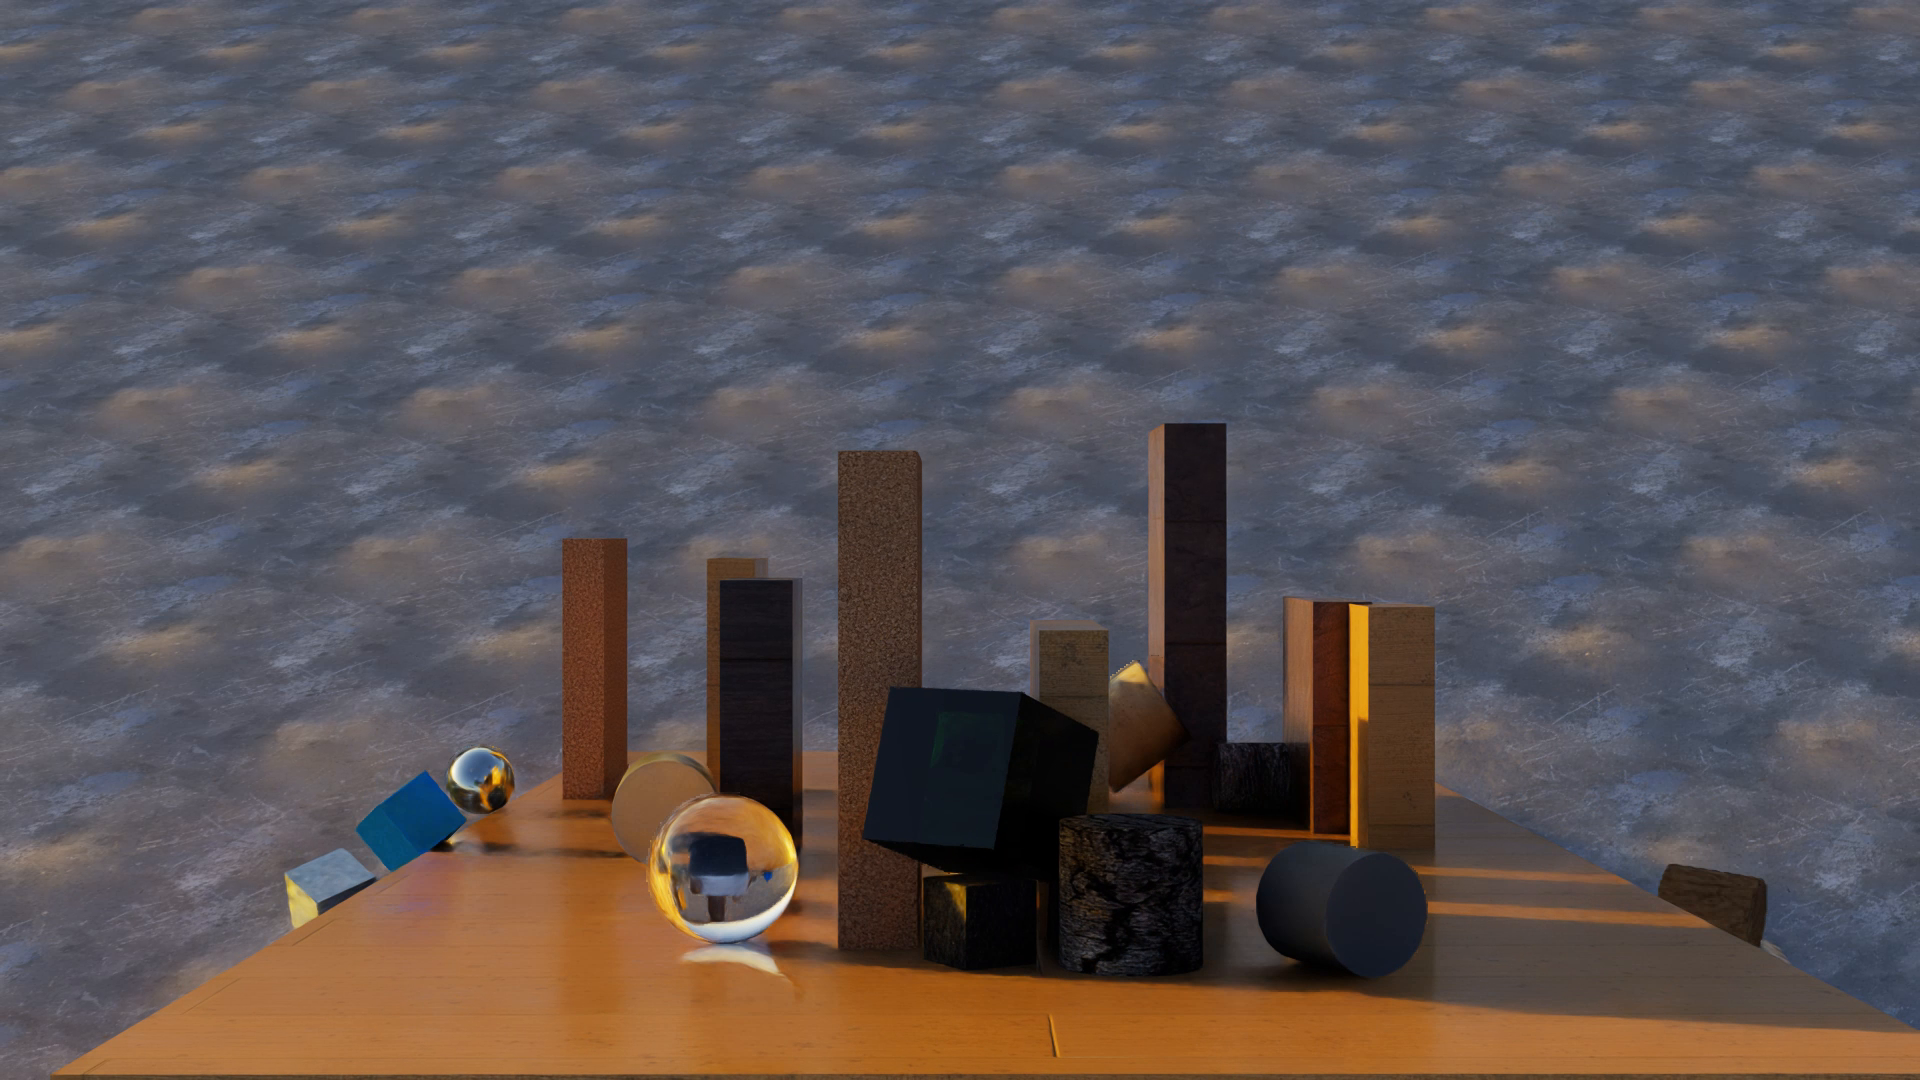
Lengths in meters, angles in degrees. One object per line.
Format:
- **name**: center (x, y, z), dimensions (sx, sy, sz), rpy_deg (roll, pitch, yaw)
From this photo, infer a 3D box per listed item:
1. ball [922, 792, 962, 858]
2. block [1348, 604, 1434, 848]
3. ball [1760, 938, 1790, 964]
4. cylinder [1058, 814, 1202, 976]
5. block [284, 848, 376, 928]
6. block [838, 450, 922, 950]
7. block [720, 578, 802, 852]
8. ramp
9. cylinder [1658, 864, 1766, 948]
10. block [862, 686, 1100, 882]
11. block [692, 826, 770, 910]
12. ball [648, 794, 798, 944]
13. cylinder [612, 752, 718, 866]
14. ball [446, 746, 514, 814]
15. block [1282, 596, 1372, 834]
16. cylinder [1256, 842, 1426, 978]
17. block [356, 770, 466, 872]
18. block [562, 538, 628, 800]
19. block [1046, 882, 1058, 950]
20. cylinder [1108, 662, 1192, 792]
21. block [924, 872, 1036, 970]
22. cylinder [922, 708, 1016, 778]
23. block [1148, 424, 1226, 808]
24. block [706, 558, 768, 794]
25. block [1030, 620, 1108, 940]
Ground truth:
- **ball**: center (-0.055, 0.488, 4.430), dimensions (0.115, 0.115, 0.115), rpy_deg (0, 30, 0)
- **block**: center (0.780, 0.331, 4.705), dimensions (0.117, 0.426, 0.271), rpy_deg (0, 0, 0)
- **ball**: center (1.777, 0.992, 5.837), dimensions (0.202, 0.202, 0.202), rpy_deg (0, 30, 0)
- **cylinder**: center (0.220, 0.454, 3.328), dimensions (0.185, 0.185, 0.185), rpy_deg (0, 0, 0)
- **block**: center (-1.483, 0.855, 6.125), dimensions (0.154, 0.154, 0.154), rpy_deg (-23, 37, -35)
- **block**: center (-0.110, 0.213, 3.675), dimensions (0.106, 0.665, 0.447), rpy_deg (0, 0, 0)
- **block**: center (-0.343, 0.306, 4.489), dimensions (0.122, 0.478, 0.277), rpy_deg (0, 0, 0)
- **ramp**: center (0.067, 0.595, 4.651), dimensions (2.000, 0.100, 4.000), rpy_deg (0, 0, 0)
- **cylinder**: center (1.358, 0.679, 4.682), dimensions (0.162, 0.162, 0.162), rpy_deg (7, 30, 28)
- **block**: center (0.029, 0.321, 3.396), dimensions (0.204, 0.204, 0.204), rpy_deg (0, -18, 34)
- **block**: center (-0.344, 0.491, 3.880), dimensions (0.110, 0.110, 0.110), rpy_deg (0, 0, -7)
- **ball**: center (-0.320, 0.445, 3.505), dimensions (0.203, 0.203, 0.203), rpy_deg (0, 30, 0)
- **cylinder**: center (-0.498, 0.456, 4.386), dimensions (0.179, 0.179, 0.179), rpy_deg (-3, 0, -5)
- **ball**: center (-0.968, 0.486, 5.226), dimensions (0.137, 0.137, 0.137), rpy_deg (0, 30, 0)
- **block**: center (0.710, 0.330, 5.024), dimensions (0.110, 0.430, 0.446), rpy_deg (0, 0, 0)
- **cylinder**: center (0.484, 0.468, 3.291), dimensions (0.154, 0.154, 0.154), rpy_deg (-16, 7, -26)
- **block**: center (-0.983, 0.510, 4.635), dimensions (0.117, 0.117, 0.117), rpy_deg (50, 47, 0)
- **block**: center (-0.792, 0.271, 5.630), dimensions (0.087, 0.547, 0.386), rpy_deg (0, 0, 0)
- **block**: center (0.179, 0.486, 3.478), dimensions (0.115, 0.115, 0.115), rpy_deg (3, 0, 0)
- **cylinder**: center (0.332, 0.374, 5.163), dimensions (0.189, 0.189, 0.189), rpy_deg (-36, 34, 2)
- **block**: center (0.025, 0.493, 3.353), dimensions (0.107, 0.107, 0.107), rpy_deg (0, 0, -31)
- **cylinder**: center (0.019, 0.463, 5.912), dimensions (0.155, 0.155, 0.155), rpy_deg (1, 23, -39)
- **block**: center (0.478, 0.153, 5.470), dimensions (0.126, 0.781, 0.431), rpy_deg (0, 0, 0)
- **block**: center (-0.426, 0.290, 4.975), dimensions (0.090, 0.510, 0.316), rpy_deg (0, 0, 0)
- **block**: center (0.156, 0.335, 3.756), dimensions (0.095, 0.423, 0.441), rpy_deg (0, 0, 0)
